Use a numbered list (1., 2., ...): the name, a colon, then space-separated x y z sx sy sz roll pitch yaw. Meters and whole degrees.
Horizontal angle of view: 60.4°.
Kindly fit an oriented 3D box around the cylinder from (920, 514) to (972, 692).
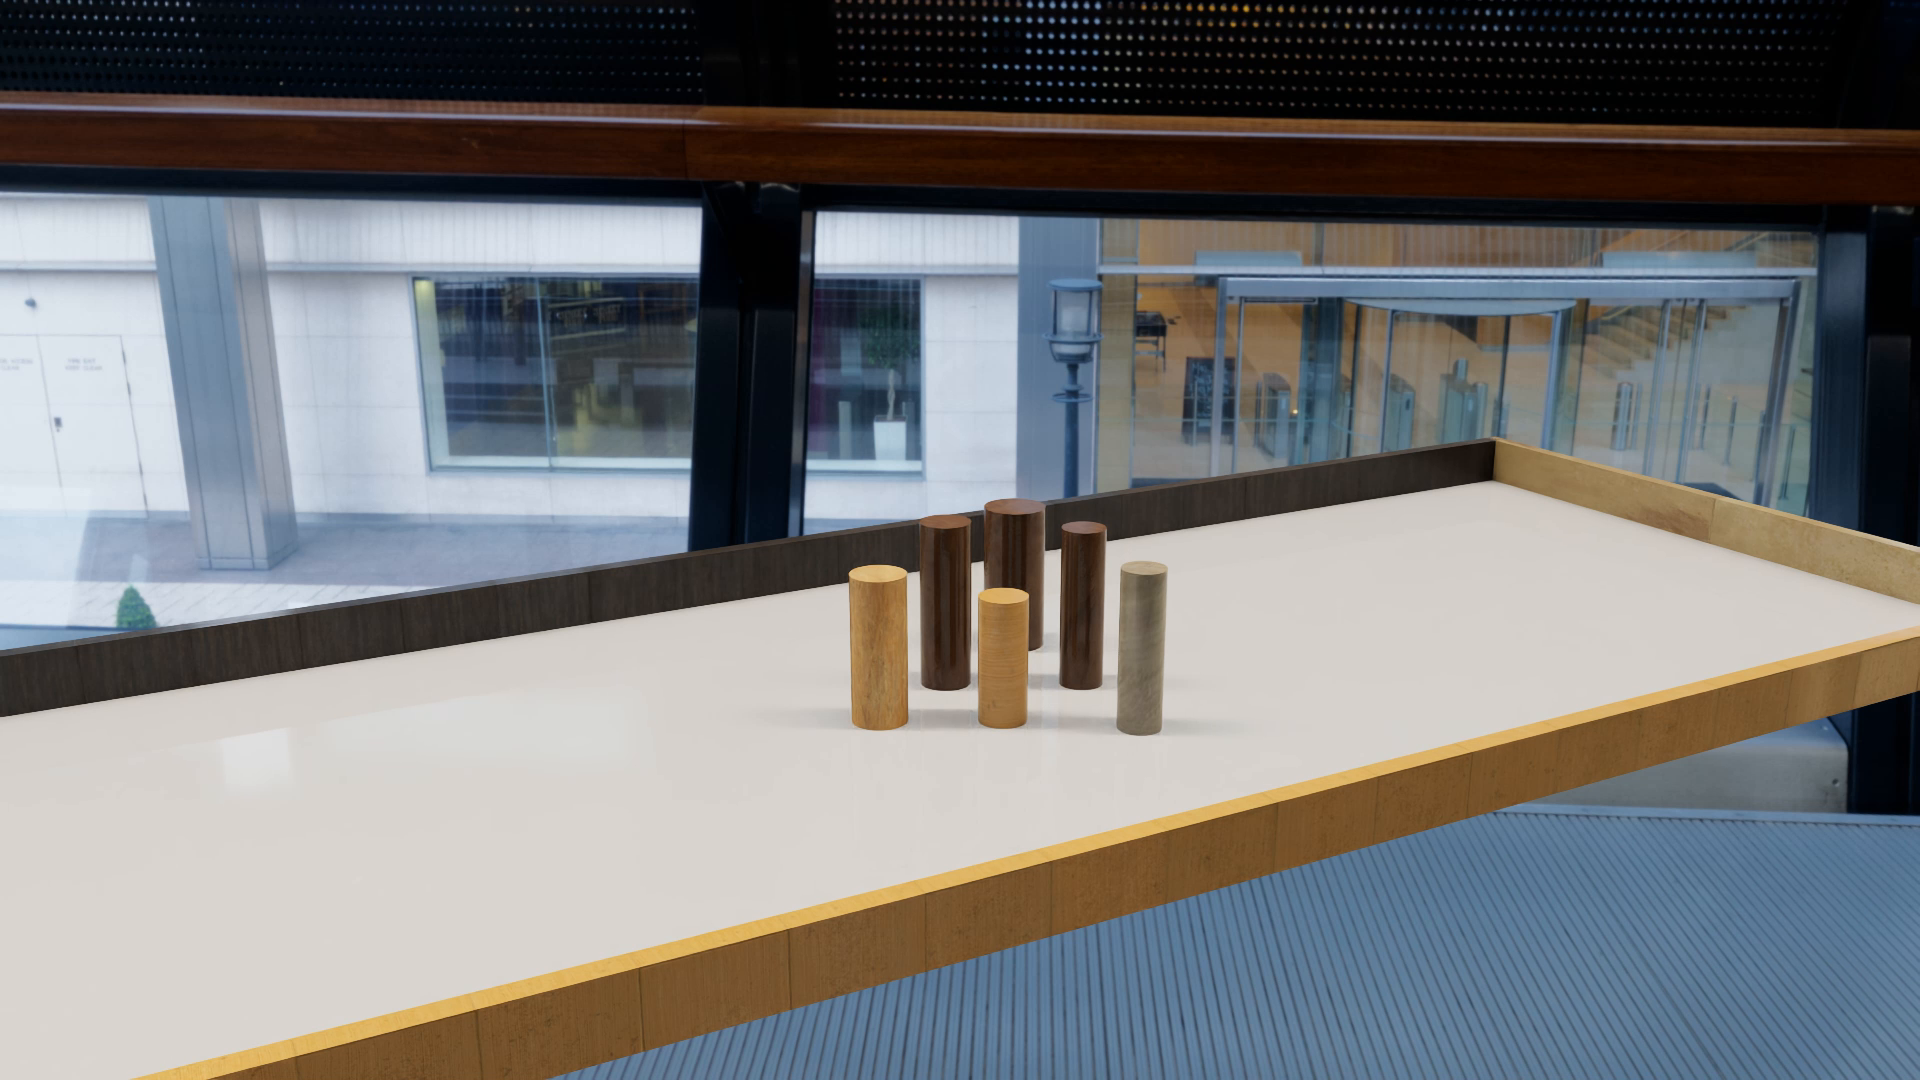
1. cylinder: -0.036 0.155 4.085 0.128 0.418 0.128 0 16 0

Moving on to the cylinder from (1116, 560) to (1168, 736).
1. cylinder: 0.420 0.250 3.810 0.107 0.391 0.107 0 16 0

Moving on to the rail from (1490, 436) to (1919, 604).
1. rail: 2.466 -0.048 5.253 0.050 0.150 2.100 -9 18 -27

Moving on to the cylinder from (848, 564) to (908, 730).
1. cylinder: -0.189 0.251 3.856 0.134 0.363 0.134 0 16 0

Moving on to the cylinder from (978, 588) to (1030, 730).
1. cylinder: 0.101 0.277 3.865 0.118 0.309 0.118 0 16 0

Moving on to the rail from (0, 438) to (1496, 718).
1. rail: -3.305 0.497 3.399 12.000 0.150 0.050 -9 18 -27

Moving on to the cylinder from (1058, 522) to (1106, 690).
1. cylinder: 0.303 0.163 4.083 0.110 0.404 0.110 0 16 0

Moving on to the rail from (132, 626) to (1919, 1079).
1. rail: -2.336 1.006 1.665 12.000 0.150 0.050 -9 18 -27

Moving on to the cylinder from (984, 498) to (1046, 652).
1. cylinder: 0.143 0.093 4.368 0.162 0.378 0.162 0 16 0
